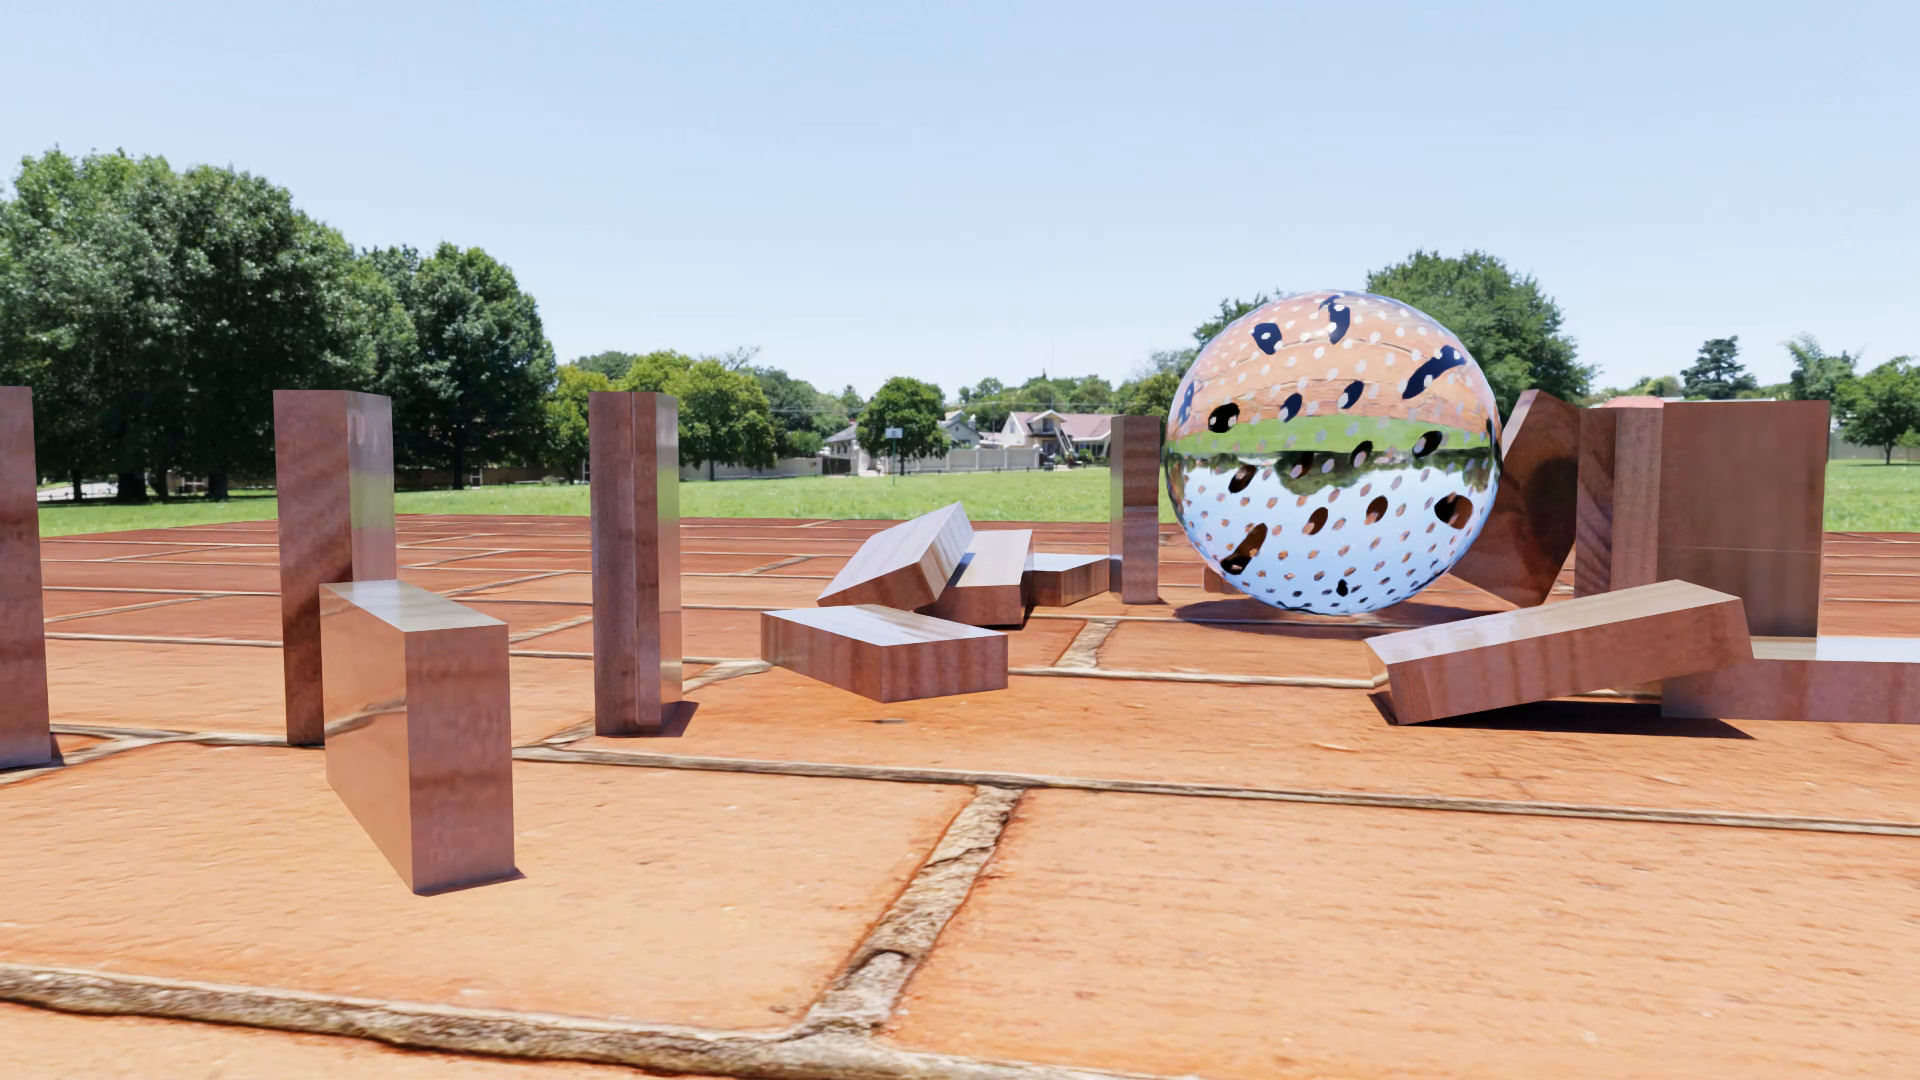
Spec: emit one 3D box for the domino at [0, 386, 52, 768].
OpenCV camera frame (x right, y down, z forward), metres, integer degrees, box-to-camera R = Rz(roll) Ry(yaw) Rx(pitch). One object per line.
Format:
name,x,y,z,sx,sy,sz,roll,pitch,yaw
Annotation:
domino,-0.133,0.004,0.177,0.010,0.050,0.025,-3,5,-38

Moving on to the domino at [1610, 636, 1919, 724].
domino,0.136,0.022,0.208,0.050,0.010,0.025,1,4,9

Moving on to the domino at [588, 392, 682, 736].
domino,-0.050,0.003,0.198,0.009,0.050,0.025,0,4,-5

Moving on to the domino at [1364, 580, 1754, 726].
domino,0.092,0.017,0.201,0.050,0.010,0.025,-12,2,11

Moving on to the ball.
ball,0.090,-0.021,0.316,0.080,0.080,0.080,0,4,0

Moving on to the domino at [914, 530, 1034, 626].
domino,0.004,0.009,0.319,0.025,0.010,0.050,-2,15,7

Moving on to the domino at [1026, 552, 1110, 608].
domino,0.024,0.011,0.361,0.025,0.010,0.050,2,5,22

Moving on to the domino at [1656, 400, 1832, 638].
domino,0.141,0.000,0.232,0.025,0.050,0.010,3,5,37

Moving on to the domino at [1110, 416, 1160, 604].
domino,0.048,-0.009,0.352,0.010,0.050,0.025,0,4,-1

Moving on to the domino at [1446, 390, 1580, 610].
domino,0.143,-0.010,0.321,0.025,0.050,0.009,25,4,-1

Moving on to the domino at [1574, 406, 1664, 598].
domino,0.145,-0.003,0.273,0.025,0.050,0.009,-1,5,-19

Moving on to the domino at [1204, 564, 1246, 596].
domino,0.093,0.009,0.382,0.025,0.010,0.050,2,5,29

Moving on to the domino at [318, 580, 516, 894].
domino,-0.062,0.019,0.144,0.010,0.025,0.050,-3,5,-35

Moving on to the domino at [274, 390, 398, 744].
domino,-0.093,0.003,0.193,0.010,0.050,0.025,-1,4,-10

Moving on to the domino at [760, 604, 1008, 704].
domino,-0.015,0.020,0.238,0.025,0.010,0.050,-3,5,-32

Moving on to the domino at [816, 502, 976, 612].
domino,-0.014,0.006,0.300,0.025,0.010,0.050,-21,12,16
